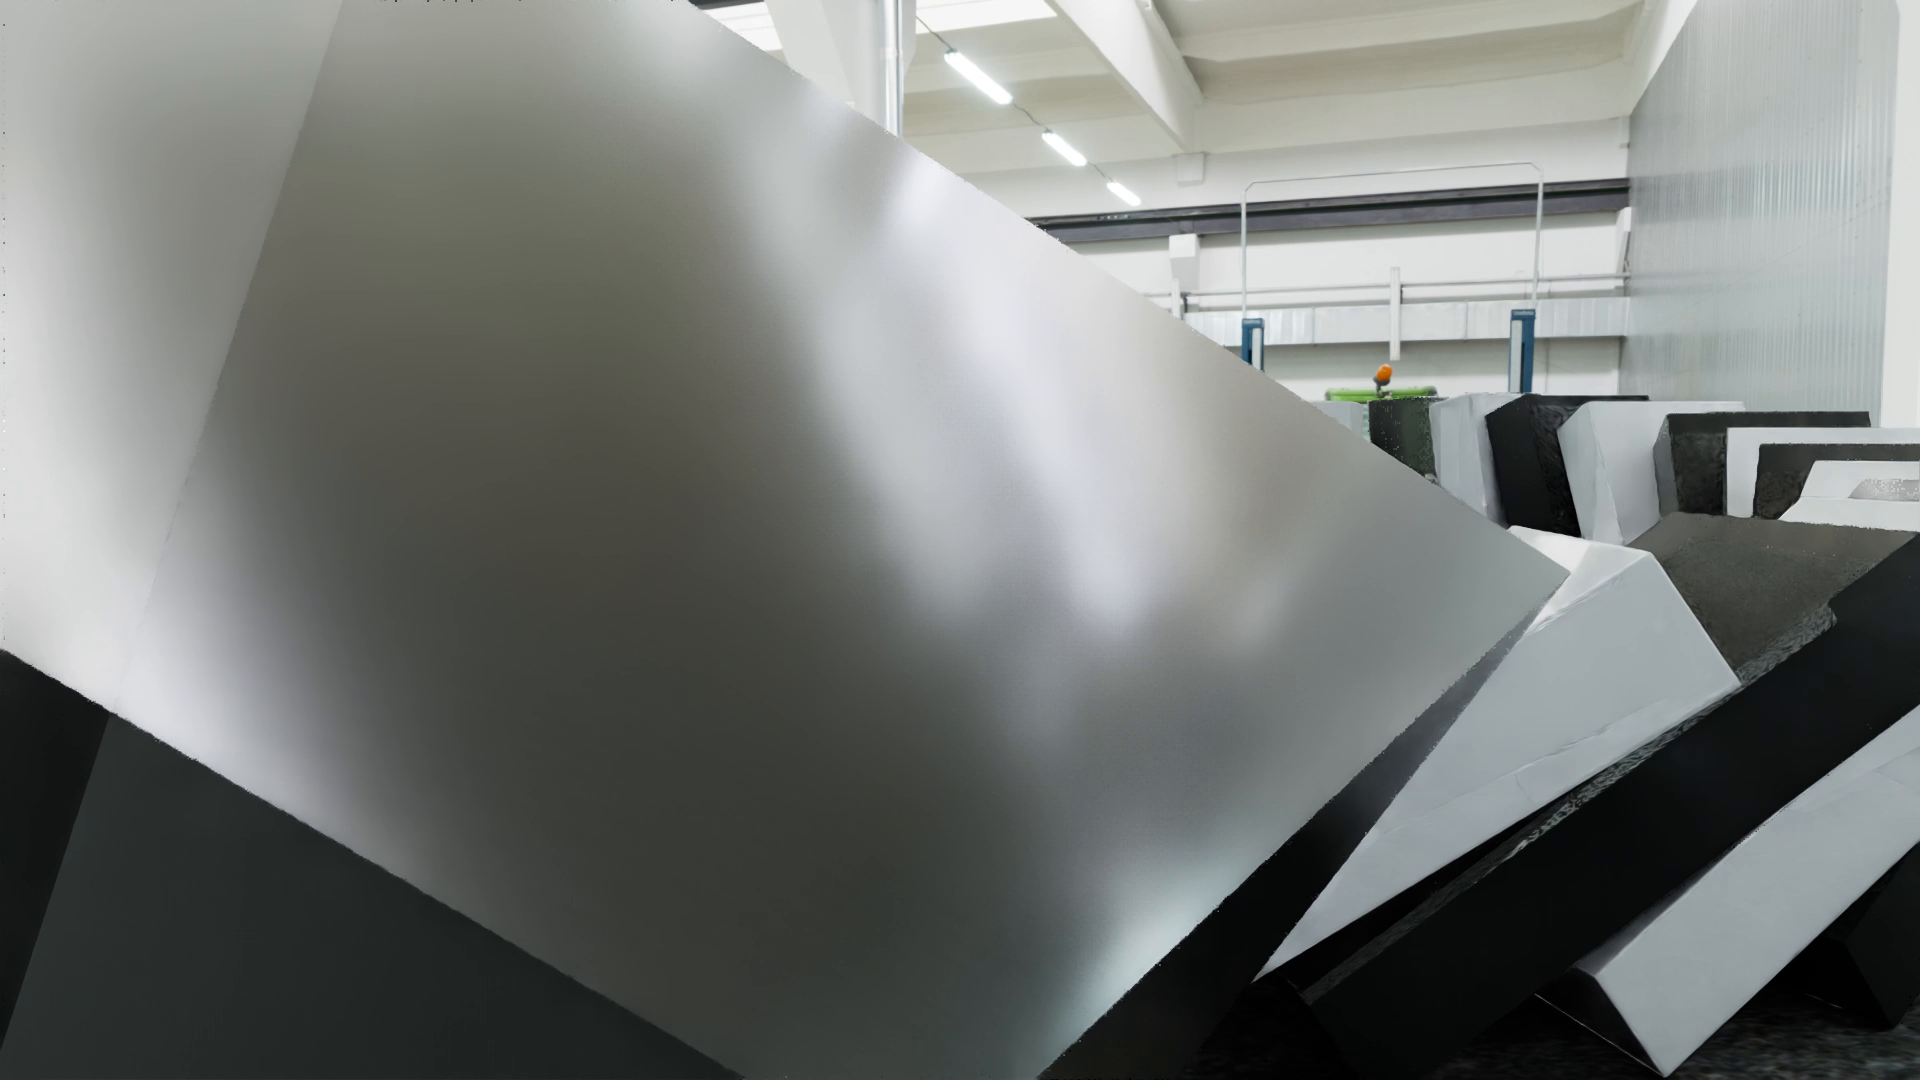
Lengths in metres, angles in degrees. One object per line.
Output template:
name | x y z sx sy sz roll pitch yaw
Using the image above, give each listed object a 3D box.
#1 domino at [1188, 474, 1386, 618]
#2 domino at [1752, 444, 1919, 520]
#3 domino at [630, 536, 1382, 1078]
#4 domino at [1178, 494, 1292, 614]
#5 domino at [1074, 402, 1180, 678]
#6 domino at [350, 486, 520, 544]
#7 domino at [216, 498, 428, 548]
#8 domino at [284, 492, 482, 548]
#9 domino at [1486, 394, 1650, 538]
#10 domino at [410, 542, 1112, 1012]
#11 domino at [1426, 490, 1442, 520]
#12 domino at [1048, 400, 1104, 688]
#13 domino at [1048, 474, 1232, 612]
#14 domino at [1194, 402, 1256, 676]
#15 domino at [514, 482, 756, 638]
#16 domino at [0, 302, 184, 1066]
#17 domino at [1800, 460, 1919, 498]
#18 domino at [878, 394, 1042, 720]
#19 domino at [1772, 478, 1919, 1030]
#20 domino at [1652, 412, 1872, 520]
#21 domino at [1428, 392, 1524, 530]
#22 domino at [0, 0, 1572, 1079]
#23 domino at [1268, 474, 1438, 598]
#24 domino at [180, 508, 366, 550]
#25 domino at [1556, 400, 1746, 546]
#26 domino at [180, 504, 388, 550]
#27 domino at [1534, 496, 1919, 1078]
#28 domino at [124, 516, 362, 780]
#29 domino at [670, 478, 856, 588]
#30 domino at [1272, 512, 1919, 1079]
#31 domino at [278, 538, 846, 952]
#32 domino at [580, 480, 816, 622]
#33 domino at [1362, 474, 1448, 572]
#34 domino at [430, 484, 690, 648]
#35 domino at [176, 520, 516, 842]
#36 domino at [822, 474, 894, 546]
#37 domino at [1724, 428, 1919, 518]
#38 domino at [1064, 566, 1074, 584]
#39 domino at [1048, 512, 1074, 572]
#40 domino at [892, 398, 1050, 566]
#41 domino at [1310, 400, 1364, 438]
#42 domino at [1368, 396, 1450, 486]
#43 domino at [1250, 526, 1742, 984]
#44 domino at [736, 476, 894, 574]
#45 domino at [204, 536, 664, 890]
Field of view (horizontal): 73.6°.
domino | 0.085 0.001 0.331 0.050 0.009 0.025 34 14 14
domino | 0.100 0.011 0.141 0.025 0.050 0.009 3 -39 35
domino | 0.004 0.018 0.090 0.050 0.009 0.025 -34 -8 21
domino | 0.066 0.000 0.335 0.050 0.009 0.025 33 12 11
domino | 0.031 -0.001 0.244 0.010 0.050 0.025 -1 5 -19
domino | -0.089 0.007 0.241 0.025 0.009 0.050 2 -28 29
domino | -0.091 0.010 0.201 0.025 0.010 0.050 0 -28 6
domino | -0.090 0.009 0.220 0.025 0.009 0.050 1 -28 12
domino | 0.103 0.002 0.206 0.025 0.050 0.009 -1 -15 -18
domino | -0.016 0.018 0.095 0.050 0.010 0.025 -36 -15 30
domino | 0.139 0.002 0.306 0.025 0.009 0.050 -3 37 -39
domino | 0.014 0.000 0.235 0.009 0.050 0.025 -3 5 -37
domino | 0.046 0.000 0.336 0.050 0.009 0.025 32 8 5
domino | 0.050 -0.001 0.246 0.009 0.050 0.025 1 4 8
domino | -0.071 0.005 0.276 0.025 0.009 0.050 4 -26 46
domino | -0.028 0.018 0.011 0.009 0.050 0.025 38 21 22
domino | 0.091 0.013 0.124 0.025 0.009 0.050 5 49 49
domino | 0.000 0.002 0.201 0.025 0.050 0.009 0 4 0
domino | 0.078 0.015 0.110 0.050 0.009 0.025 -42 18 -14
domino | 0.111 0.006 0.173 0.025 0.050 0.009 1 -29 16
domino | 0.096 0.001 0.219 0.025 0.050 0.009 -2 -6 -26
domino | -0.019 0.019 0.005 0.009 0.050 0.025 38 21 22
domino | 0.105 0.001 0.326 0.050 0.009 0.025 39 23 25
domino | -0.085 0.013 0.162 0.025 0.009 0.050 -1 -28 -9
domino | 0.108 0.004 0.191 0.025 0.050 0.009 0 -23 -5
domino | -0.089 0.012 0.181 0.025 0.009 0.050 0 -28 0
domino | 0.061 0.016 0.100 0.050 0.009 0.025 -38 11 -7
domino | -0.078 0.014 0.145 0.025 0.010 0.050 -1 -28 -13
domino | -0.044 0.003 0.304 0.050 0.009 0.025 34 -14 -29
domino | 0.043 0.017 0.095 0.050 0.010 0.025 -36 6 -2
domino | -0.032 0.017 0.104 0.050 0.009 0.025 -37 -19 35
domino | -0.058 0.004 0.290 0.050 0.009 0.025 37 -20 -36
domino | 0.123 0.001 0.318 0.025 0.009 0.050 -4 38 -49
domino | -0.082 0.006 0.259 0.025 0.009 0.050 3 -27 38
domino | -0.062 0.015 0.128 0.025 0.009 0.050 -3 -28 -35
domino | -0.011 0.001 0.328 0.050 0.009 0.025 32 -3 -12
domino | 0.108 0.009 0.156 0.025 0.050 0.009 2 -35 29
domino | 0.007 0.000 0.333 0.050 0.009 0.025 32 1 -6
domino | 0.027 0.000 0.337 0.050 0.009 0.025 32 6 2
domino | 0.002 0.001 0.220 0.025 0.050 0.009 1 4 17
domino | 0.069 0.000 0.240 0.009 0.050 0.025 2 5 22
domino | 0.085 0.000 0.232 0.009 0.050 0.025 -1 2 41
domino | 0.024 0.018 0.091 0.050 0.009 0.025 -34 0 7
domino | -0.029 0.001 0.316 0.050 0.009 0.025 34 -11 -24
domino | -0.049 0.017 0.115 0.025 0.009 0.050 -4 -27 -41
